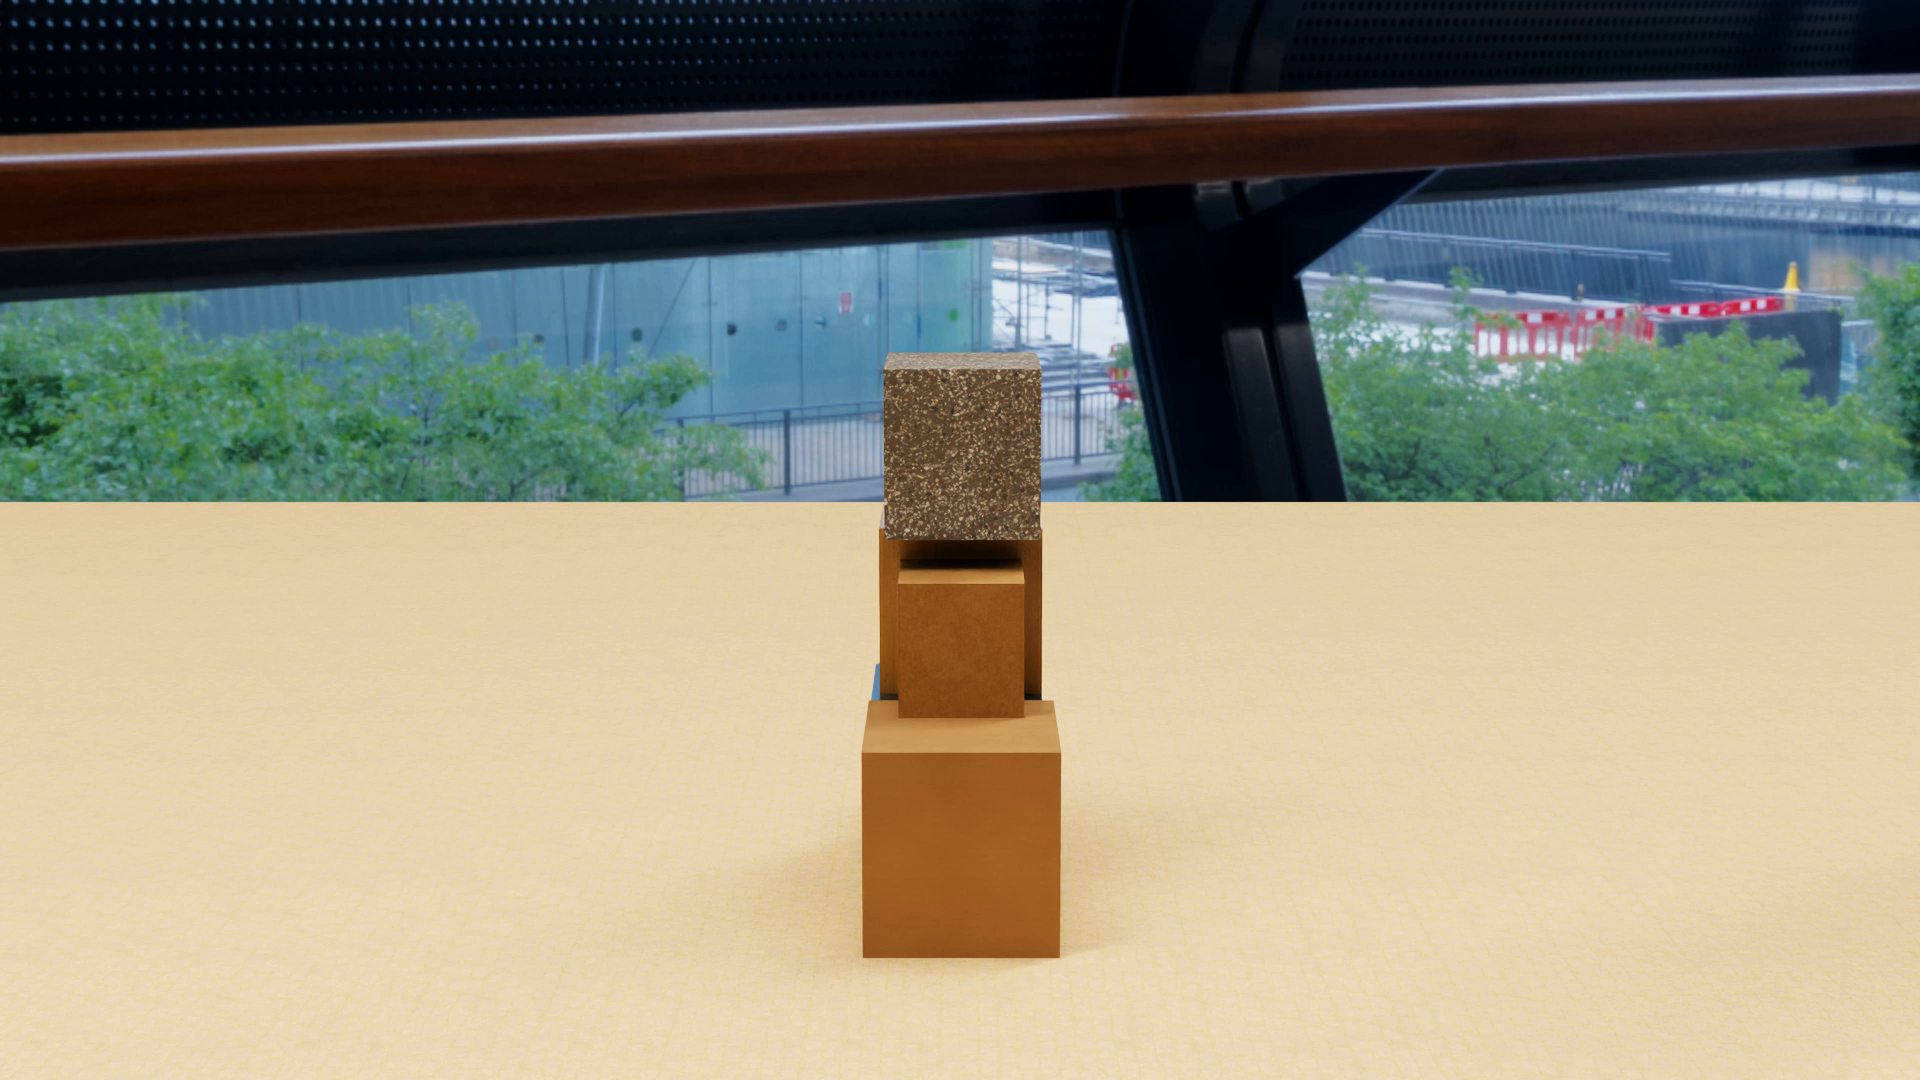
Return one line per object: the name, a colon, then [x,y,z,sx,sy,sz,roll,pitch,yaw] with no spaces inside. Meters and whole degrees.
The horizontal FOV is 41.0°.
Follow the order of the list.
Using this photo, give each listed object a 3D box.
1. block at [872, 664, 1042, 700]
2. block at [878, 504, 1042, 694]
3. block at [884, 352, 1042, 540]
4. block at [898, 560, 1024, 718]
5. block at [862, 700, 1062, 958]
block: [-0.014,1.048,11.504,0.745,0.822,0.824,0,10,0]
block: [0.003,0.255,11.507,0.711,0.738,0.646,0,10,0]
block: [0.011,-0.415,11.105,0.660,0.724,0.656,0,10,0]
block: [0.006,0.413,10.922,0.525,0.572,0.542,0,10,0]
block: [0.005,1.185,10.663,0.793,0.854,0.861,0,10,0]
